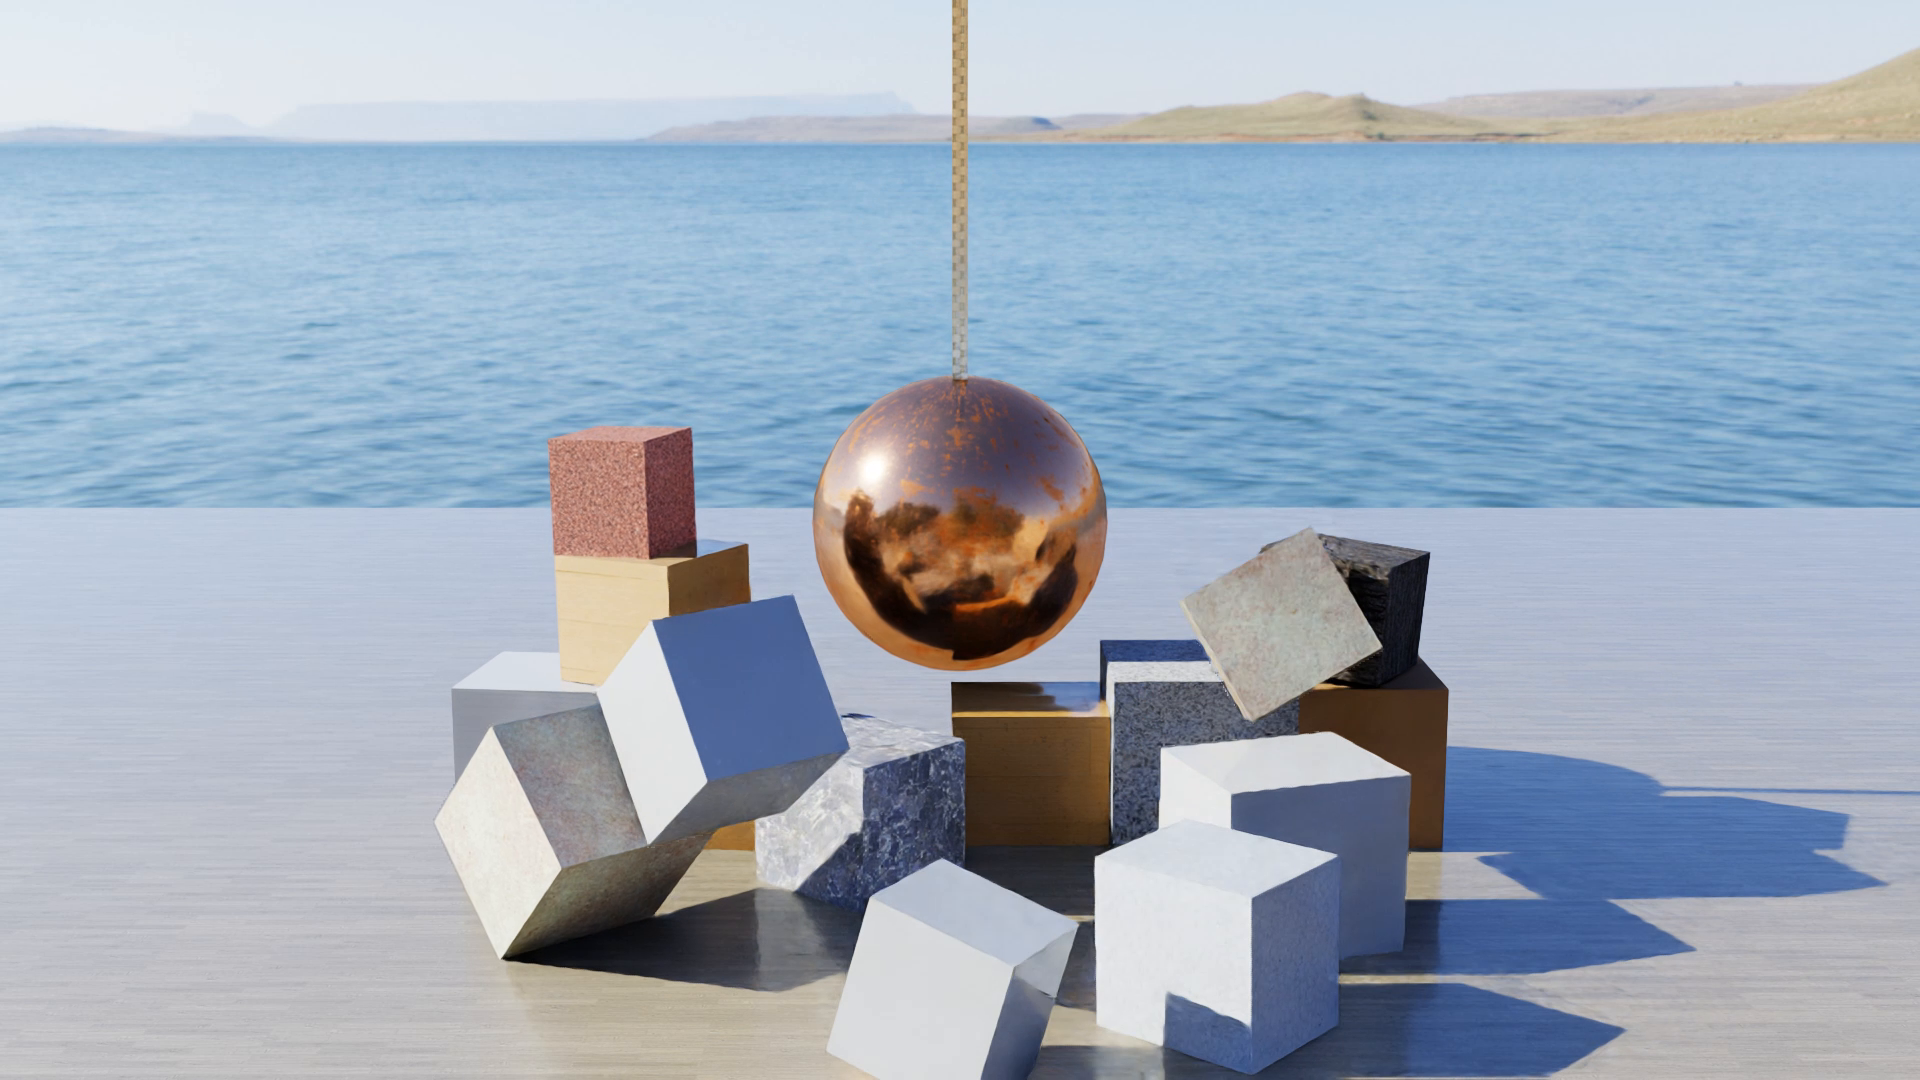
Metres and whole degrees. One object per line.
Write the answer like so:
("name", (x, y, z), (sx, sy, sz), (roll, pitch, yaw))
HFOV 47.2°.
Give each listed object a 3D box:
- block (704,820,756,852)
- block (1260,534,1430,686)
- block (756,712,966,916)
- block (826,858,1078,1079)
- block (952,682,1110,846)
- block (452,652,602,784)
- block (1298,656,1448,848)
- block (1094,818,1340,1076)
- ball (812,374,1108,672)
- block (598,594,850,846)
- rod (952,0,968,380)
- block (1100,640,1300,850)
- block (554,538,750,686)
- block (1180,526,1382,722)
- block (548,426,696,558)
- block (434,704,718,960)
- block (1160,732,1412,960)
("block", (-1.170, 1.089, 11.293), (0.678, 0.815, 0.689), (2, 10, 8))
("block", (1.944, 0.338, 11.251), (0.678, 0.594, 0.675), (10, 12, 27))
("block", (-0.478, 1.291, 10.520), (0.738, 0.696, 0.682), (10, 14, 42))
("block", (-0.025, 1.660, 8.173), (0.604, 0.639, 0.571), (22, 16, 23))
("block", (0.352, 1.147, 11.387), (0.790, 0.669, 0.722), (0, 10, -1))
("block", (-2.038, 1.074, 11.413), (0.925, 0.803, 0.809), (1, 10, 7))
("block", (2.049, 1.070, 11.388), (0.753, 0.820, 0.832), (0, 10, 0))
("block", (1.023, 1.595, 8.747), (0.748, 0.710, 0.609), (8, 15, 41))
("ball", (0.000, -0.091, 11.887), (1.600, 1.600, 1.600), (0, 10, 0))
("block", (-1.017, 0.765, 9.346), (0.664, 0.719, 0.752), (-10, -22, -32))
("rod", (0.000, -3.341, 10.886), (0.080, 5.200, 0.080), (0, 17, 0))
("block", (1.210, 1.047, 11.351), (0.915, 0.879, 0.916), (0, 10, -1))
("block", (-1.555, 0.363, 11.216), (0.704, 0.644, 0.684), (5, 12, 29))
("block", (1.511, 0.405, 10.473), (0.686, 0.650, 0.654), (-30, -5, 2))
("block", (-1.712, -0.253, 11.189), (0.527, 0.585, 0.563), (2, 11, 18))
("block", (-1.702, 1.258, 9.716), (0.800, 0.758, 0.724), (-9, 58, -42))
("block", (1.425, 1.369, 9.766), (0.861, 0.804, 0.709), (-4, 12, -19))
